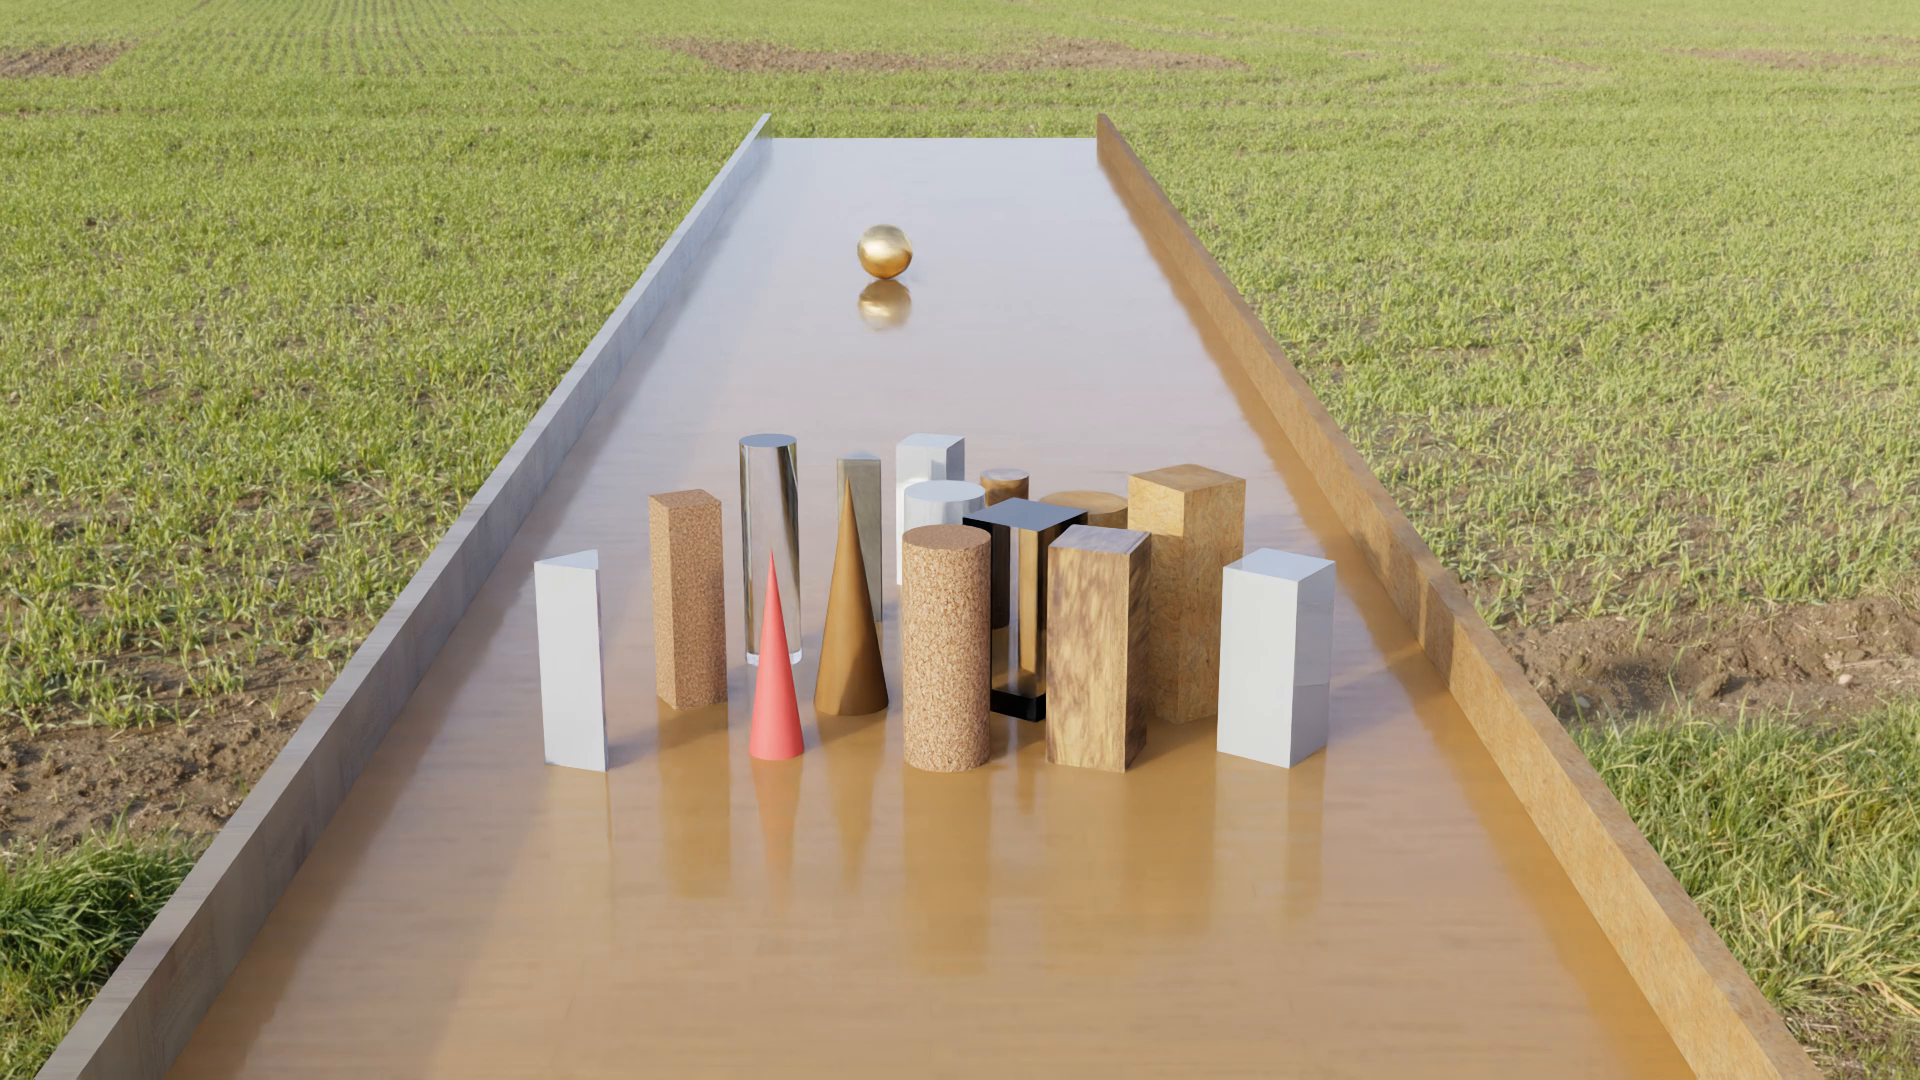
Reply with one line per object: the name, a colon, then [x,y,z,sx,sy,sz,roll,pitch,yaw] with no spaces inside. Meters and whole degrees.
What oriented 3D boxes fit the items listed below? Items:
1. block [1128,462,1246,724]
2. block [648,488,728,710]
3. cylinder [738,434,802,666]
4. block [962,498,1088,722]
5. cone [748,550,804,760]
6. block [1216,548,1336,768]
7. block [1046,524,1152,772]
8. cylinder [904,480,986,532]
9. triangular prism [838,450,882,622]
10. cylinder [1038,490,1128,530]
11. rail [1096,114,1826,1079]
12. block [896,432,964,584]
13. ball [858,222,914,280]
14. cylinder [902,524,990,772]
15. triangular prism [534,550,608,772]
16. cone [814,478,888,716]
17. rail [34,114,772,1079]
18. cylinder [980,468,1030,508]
block: [0.418,0.098,4.113,0.152,0.446,0.152,-12,20,-35]
block: [-0.513,0.112,4.155,0.104,0.396,0.104,-9,19,-27]
cylinder: [-0.375,0.021,4.364,0.113,0.451,0.113,0,17,0]
block: [0.122,0.129,4.145,0.168,0.370,0.168,11,20,34]
cone: [-0.330,0.195,3.904,0.100,0.381,0.100,0,17,0]
block: [0.563,0.208,3.920,0.145,0.346,0.145,12,20,34]
block: [0.245,0.190,3.886,0.145,0.400,0.145,6,18,19]
cylinder: [-0.030,0.066,4.409,0.163,0.341,0.163,0,17,0]
triangular prism: [-0.206,-0.009,4.634,0.090,0.354,0.078,1,17,5]
cylinder: [0.246,0.076,4.418,0.180,0.315,0.180,0,17,0]
rail: [0.932,-0.844,7.801,0.050,0.150,12.000,0,17,-1]
block: [-0.065,-0.065,4.883,0.118,0.320,0.118,6,18,19]
ball: [-0.296,-1.140,8.673,0.221,0.221,0.221,0,17,0]
cylinder: [-0.024,0.190,3.873,0.155,0.408,0.155,0,17,0]
triangular prism: [-0.659,0.209,3.874,0.123,0.371,0.107,6,18,19]
cone: [-0.207,0.093,4.122,0.144,0.452,0.144,0,17,0]
rail: [-1.118,-0.838,7.780,0.050,0.150,12.000,0,17,-1]
cylinder: [0.093,0.009,4.656,0.104,0.307,0.104,0,17,0]
